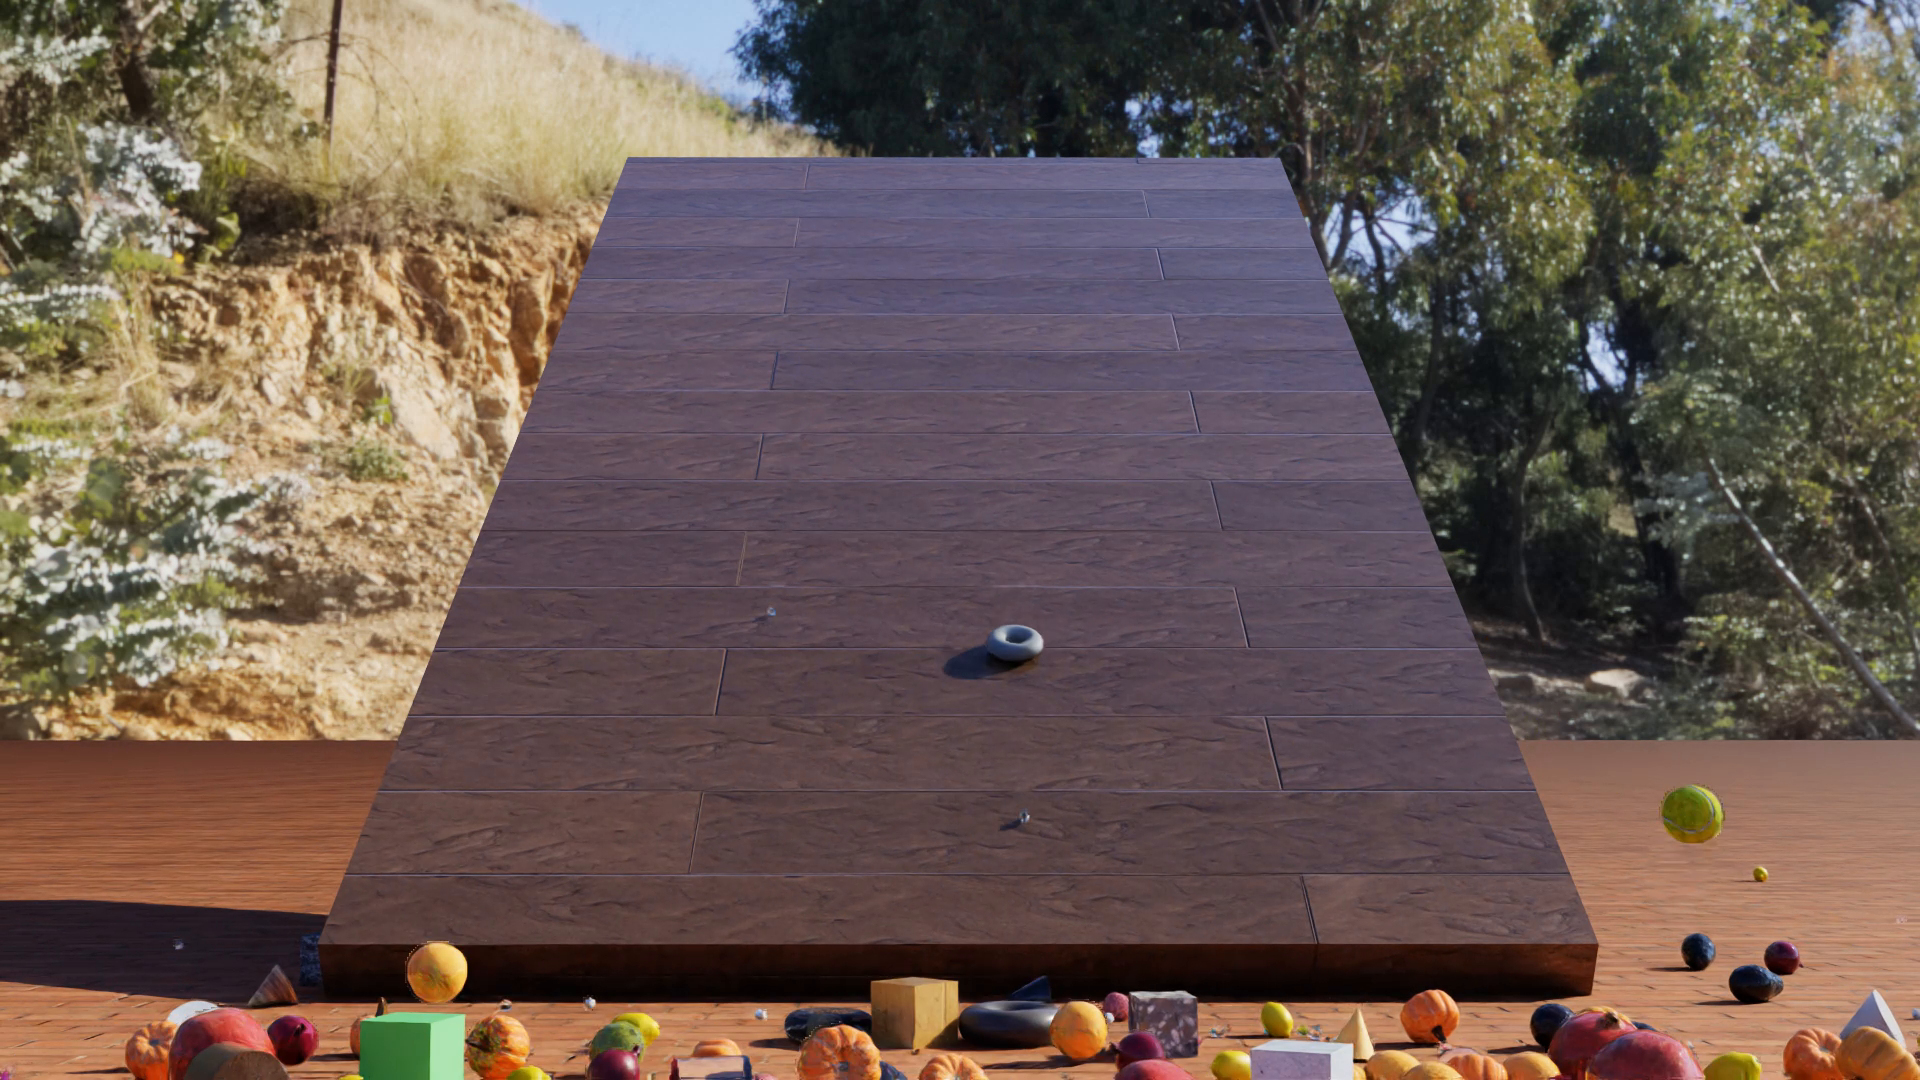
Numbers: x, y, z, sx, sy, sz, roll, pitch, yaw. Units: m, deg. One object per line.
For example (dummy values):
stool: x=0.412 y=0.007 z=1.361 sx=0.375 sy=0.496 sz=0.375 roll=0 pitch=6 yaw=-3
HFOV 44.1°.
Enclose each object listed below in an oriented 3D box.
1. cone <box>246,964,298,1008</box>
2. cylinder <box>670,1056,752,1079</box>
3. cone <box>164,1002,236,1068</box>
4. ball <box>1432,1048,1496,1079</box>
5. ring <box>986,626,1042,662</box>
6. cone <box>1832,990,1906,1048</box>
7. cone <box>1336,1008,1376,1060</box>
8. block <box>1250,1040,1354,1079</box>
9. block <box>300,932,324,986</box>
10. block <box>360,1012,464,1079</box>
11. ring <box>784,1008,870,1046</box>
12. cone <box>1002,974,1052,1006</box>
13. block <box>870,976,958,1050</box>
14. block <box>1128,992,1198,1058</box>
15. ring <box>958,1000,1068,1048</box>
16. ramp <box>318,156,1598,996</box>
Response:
cone: x=-1.054 y=0.693 z=3.599 sx=0.070 sy=0.070 sz=0.070 roll=-28 pitch=9 yaw=-27
cylinder: x=-0.260 y=0.578 z=2.475 sx=0.076 sy=0.076 sz=0.076 roll=1 pitch=-5 yaw=-15
cone: x=-0.964 y=0.636 z=2.963 sx=0.090 sy=0.090 sz=0.090 roll=3 pitch=-32 yaw=-34
ball: x=0.552 y=0.591 z=2.597 sx=0.069 sy=0.069 sz=0.069 roll=0 pitch=-5 yaw=0
ring: x=0.104 y=0.197 z=4.515 sx=0.109 sy=0.036 sz=0.109 roll=1 pitch=26 yaw=0
cone: x=1.194 y=0.652 z=3.139 sx=0.082 sy=0.082 sz=0.082 roll=-31 pitch=-17 yaw=21
cone: x=0.502 y=0.624 z=3.008 sx=0.063 sy=0.063 sz=0.063 roll=8 pitch=-7 yaw=1
block: x=0.358 y=0.573 z=2.478 sx=0.086 sy=0.086 sz=0.086 roll=-2 pitch=-5 yaw=24
block: x=-1.036 y=0.693 z=3.921 sx=0.082 sy=0.082 sz=0.082 roll=-1 pitch=-5 yaw=10
block: x=-0.629 y=0.593 z=2.721 sx=0.087 sy=0.087 sz=0.087 roll=-1 pitch=-5 yaw=14
ring: x=-0.175 y=0.655 z=3.189 sx=0.123 sy=0.041 sz=0.123 roll=1 pitch=-5 yaw=0
cone: x=0.088 y=0.646 z=3.332 sx=0.066 sy=0.066 sz=0.066 roll=0 pitch=-5 yaw=-12
block: x=-0.061 y=0.631 z=3.164 sx=0.082 sy=0.082 sz=0.082 roll=-4 pitch=-6 yaw=44
block: x=0.262 y=0.626 z=3.061 sx=0.076 sy=0.076 sz=0.076 roll=1 pitch=-5 yaw=-6
ring: x=0.071 y=0.650 z=3.179 sx=0.148 sy=0.049 sz=0.148 roll=-1 pitch=-3 yaw=0
ramp: x=-0.010 y=-0.227 z=5.503 sx=2.000 sy=0.100 sz=4.000 roll=0 pitch=27 yaw=0
